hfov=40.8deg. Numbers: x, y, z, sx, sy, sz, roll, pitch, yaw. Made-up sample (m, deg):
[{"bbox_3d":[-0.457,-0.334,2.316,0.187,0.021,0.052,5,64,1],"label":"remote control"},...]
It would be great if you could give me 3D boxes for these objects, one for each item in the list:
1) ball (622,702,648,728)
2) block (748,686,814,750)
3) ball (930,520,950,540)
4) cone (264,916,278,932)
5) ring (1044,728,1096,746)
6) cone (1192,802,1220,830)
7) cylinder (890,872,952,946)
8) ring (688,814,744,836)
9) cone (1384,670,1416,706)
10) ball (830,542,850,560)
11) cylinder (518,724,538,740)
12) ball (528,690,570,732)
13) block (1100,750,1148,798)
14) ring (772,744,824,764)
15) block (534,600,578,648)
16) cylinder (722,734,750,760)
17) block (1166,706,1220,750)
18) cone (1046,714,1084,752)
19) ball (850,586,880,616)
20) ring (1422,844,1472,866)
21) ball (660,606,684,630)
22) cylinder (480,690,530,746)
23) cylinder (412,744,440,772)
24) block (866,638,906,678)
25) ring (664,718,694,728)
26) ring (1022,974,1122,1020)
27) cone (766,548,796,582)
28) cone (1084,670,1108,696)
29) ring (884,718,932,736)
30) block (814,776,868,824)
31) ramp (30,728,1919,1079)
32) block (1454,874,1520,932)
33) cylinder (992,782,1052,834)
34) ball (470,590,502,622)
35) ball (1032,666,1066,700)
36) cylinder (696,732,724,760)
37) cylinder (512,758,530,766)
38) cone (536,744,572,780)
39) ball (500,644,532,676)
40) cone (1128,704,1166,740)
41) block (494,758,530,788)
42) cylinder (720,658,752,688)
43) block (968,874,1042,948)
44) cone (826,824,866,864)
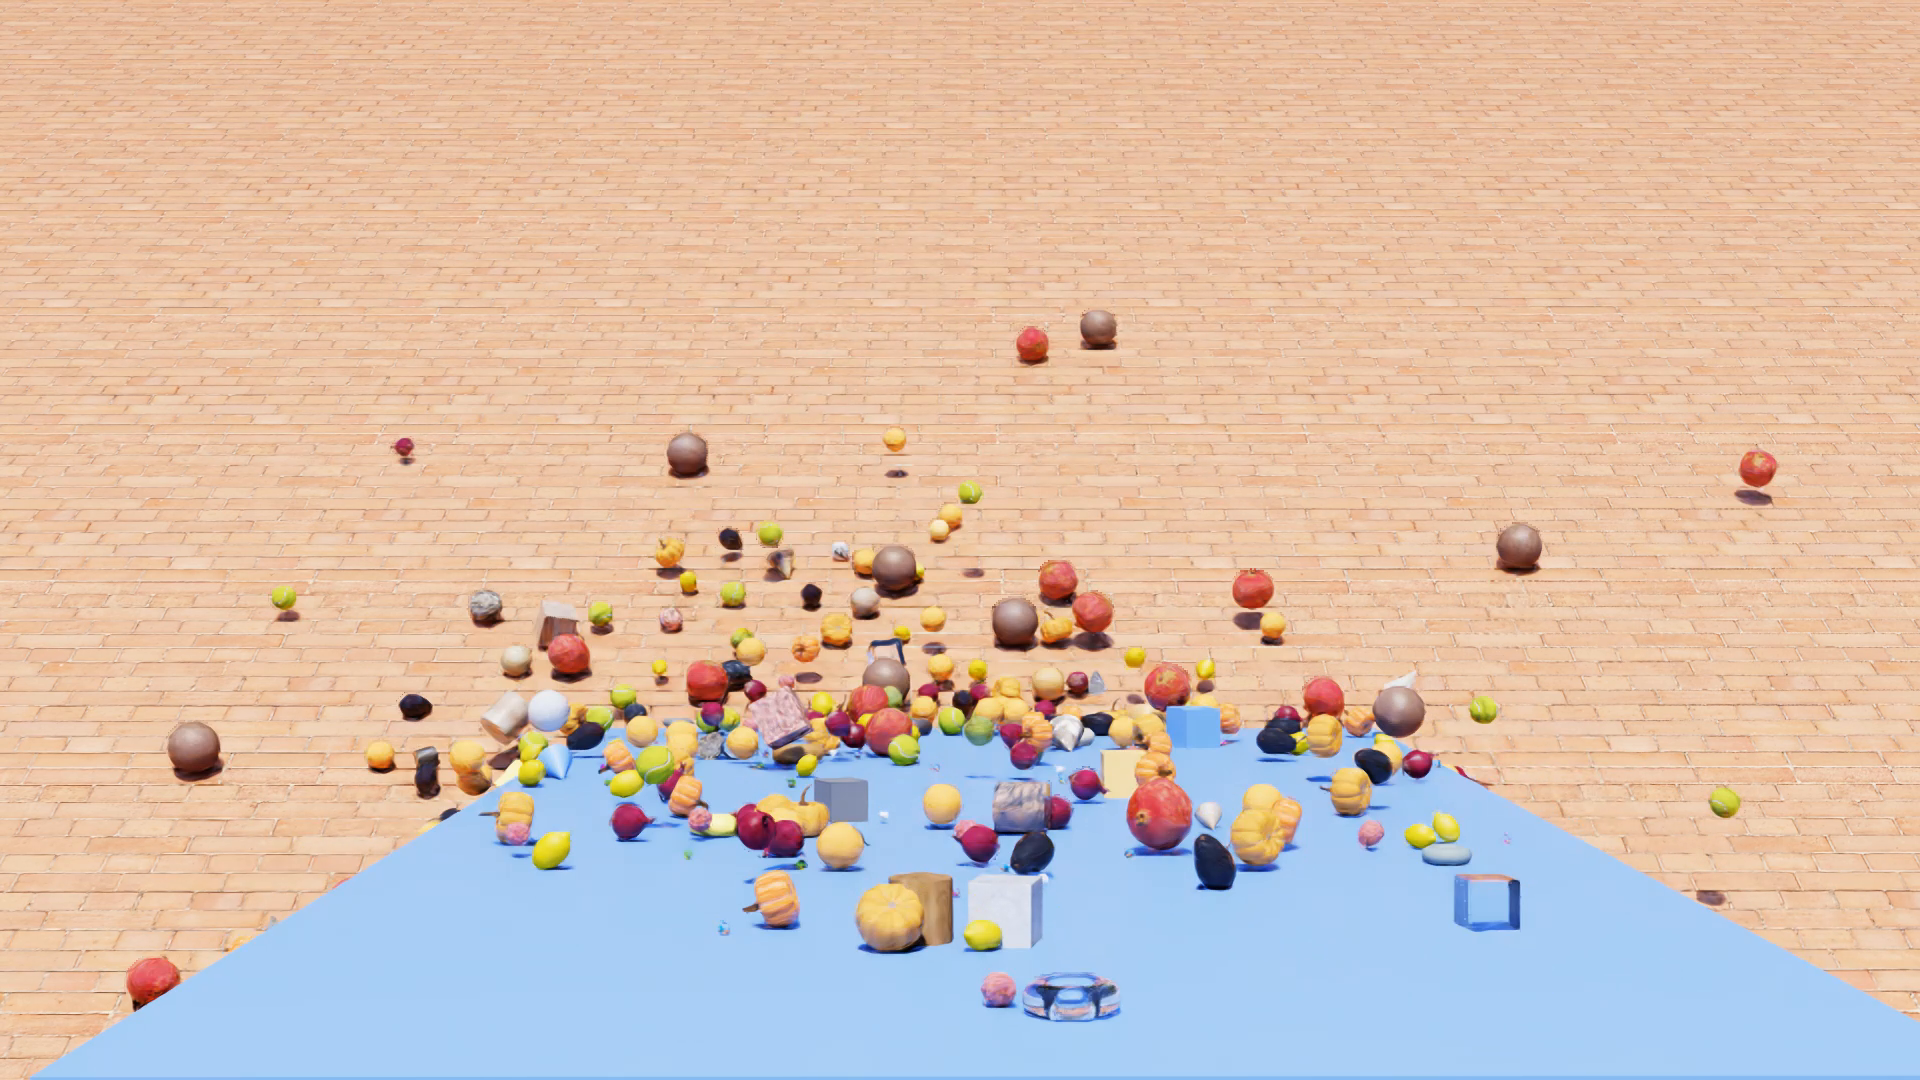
[{"bbox_3d":[-0.850,0.458,6.761,0.066,0.066,0.066,0,28,0],"label":"ball"},{"bbox_3d":[-0.385,0.384,5.567,0.096,0.096,0.096,-26,-13,2],"label":"block"},{"bbox_3d":[-0.061,-0.030,7.703,0.062,0.062,0.062,0,28,0],"label":"ball"},{"bbox_3d":[-1.574,0.891,5.928,0.074,0.074,0.074,0,28,0],"label":"cone"},{"bbox_3d":[0.261,0.468,6.145,0.122,0.041,0.122,-1,2,0],"label":"ring"},{"bbox_3d":[0.445,0.499,4.575,0.051,0.051,0.051,-9,53,-16],"label":"cone"},{"bbox_3d":[-0.051,0.486,3.402,0.084,0.084,0.084,0,1,0],"label":"cylinder"},{"bbox_3d":[-0.424,0.496,4.494,0.098,0.033,0.098,3,0,0],"label":"ring"},{"bbox_3d":[1.185,0.379,6.858,0.085,0.085,0.085,37,6,-4],"label":"cone"},{"bbox_3d":[-0.353,0.031,7.595,0.054,0.054,0.054,0,28,0],"label":"ball"},{"bbox_3d":[-1.126,0.482,6.709,0.057,0.057,0.057,-37,42,-22],"label":"cylinder"},{"bbox_3d":[-0.938,0.390,5.888,0.096,0.096,0.096,0,28,0],"label":"ball"},{"bbox_3d":[0.322,0.461,5.097,0.085,0.085,0.085,0,1,-3],"label":"block"},{"bbox_3d":[-0.360,0.475,5.742,0.117,0.039,0.117,-3,-2,0],"label":"ring"},{"bbox_3d":[-1.118,0.233,7.143,0.090,0.090,0.090,10,23,-22],"label":"block"},{"bbox_3d":[-0.506,0.466,5.824,0.054,0.054,0.054,2,1,5],"label":"cylinder"},{"bbox_3d":[0.553,0.442,6.109,0.092,0.092,0.092,0,1,-26],"label":"block"},{"bbox_3d":[0.251,0.470,6.012,0.091,0.091,0.091,-3,28,-7],"label":"cone"},{"bbox_3d":[-0.268,0.173,7.291,0.083,0.083,0.083,0,28,0],"label":"ball"},{"bbox_3d":[0.779,0.504,4.135,0.079,0.026,0.079,0,2,0],"label":"ring"},{"bbox_3d":[-0.807,0.220,7.220,0.066,0.066,0.066,0,28,0],"label":"ball"},{"bbox_3d":[-1.150,0.453,6.566,0.099,0.099,0.099,22,57,35],"label":"cylinder"},{"bbox_3d":[-1.360,0.555,6.584,0.052,0.052,0.052,-32,39,-22],"label":"cylinder"},{"bbox_3d":[-0.200,0.319,6.976,0.078,0.078,0.078,-6,67,-17],"label":"block"},{"bbox_3d":[-0.723,0.469,6.629,0.078,0.026,0.078,3,-1,0],"label":"ring"},{"bbox_3d":[0.127,0.517,2.920,0.113,0.038,0.113,-1,1,0],"label":"ring"},{"bbox_3d":[-0.509,0.084,7.508,0.088,0.088,0.088,-10,56,-18],"label":"cone"},{"bbox_3d":[0.364,0.373,6.931,0.064,0.064,0.064,0,27,0],"label":"cone"},{"bbox_3d":[-0.128,0.464,6.433,0.122,0.041,0.122,0,-1,0],"label":"ring"},{"bbox_3d":[-0.216,0.473,4.696,0.073,0.073,0.073,0,1,-29],"label":"block"},{"bbox_3d":[0.062,0.561,4.599,2.000,0.100,4.000,0,1,0],"label":"ramp"},{"bbox_3d":[0.716,0.493,3.513,0.067,0.067,0.067,0,1,-10],"label":"block"},{"bbox_3d":[0.109,0.467,4.501,0.090,0.090,0.090,0,27,10],"label":"cylinder"},{"bbox_3d":[-1.331,0.187,7.256,0.093,0.093,0.093,0,28,0],"label":"ball"},{"bbox_3d":[0.236,0.382,6.883,0.091,0.091,0.091,0,28,0],"label":"ball"},{"bbox_3d":[-0.561,0.465,5.826,0.057,0.057,0.057,3,1,5],"label":"cylinder"},{"bbox_3d":[-1.079,0.602,6.395,0.092,0.092,0.092,28,23,-16],"label":"cylinder"},{"bbox_3d":[-0.840,0.482,5.412,0.078,0.078,0.078,-10,31,-18],"label":"cone"},{"bbox_3d":[-1.202,0.326,6.998,0.084,0.084,0.084,0,28,0],"label":"ball"},{"bbox_3d":[0.456,0.464,6.311,0.095,0.095,0.095,3,28,5],"label":"cone"},{"bbox_3d":[-1.049,0.593,6.196,0.081,0.081,0.081,26,65,31],"label":"block"},{"bbox_3d":[-0.604,0.358,6.948,0.072,0.072,0.072,-8,29,-15],"label":"cylinder"},{"bbox_3d":[0.060,0.487,3.390,0.083,0.083,0.083,0,1,12],"label":"block"},{"bbox_3d":[-0.188,0.503,4.157,0.064,0.064,0.064,3,28,6],"label":"cone"}]
